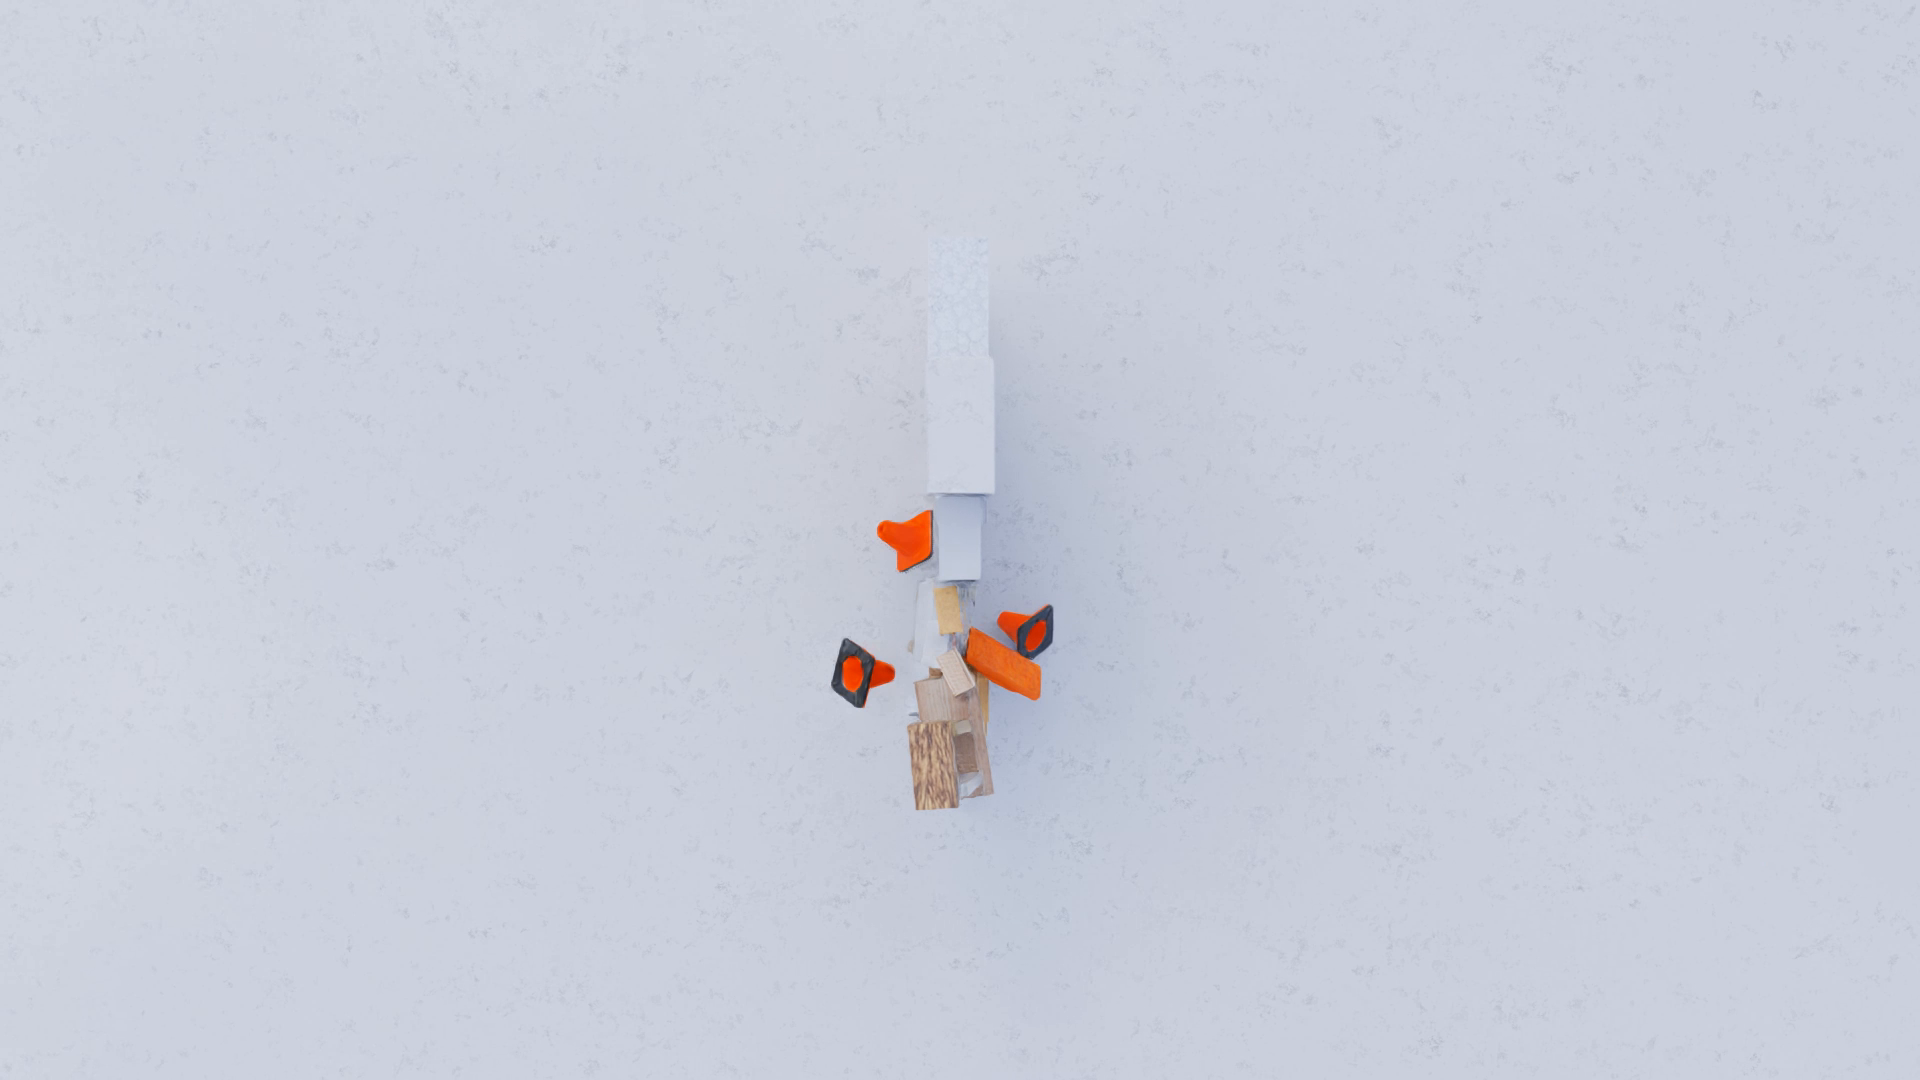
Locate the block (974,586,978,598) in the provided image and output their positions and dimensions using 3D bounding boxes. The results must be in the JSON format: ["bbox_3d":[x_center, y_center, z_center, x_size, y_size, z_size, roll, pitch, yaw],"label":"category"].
[{"bbox_3d":[-0.002,0.156,5.155,0.108,0.216,0.031,5,90,3],"label":"block"}]

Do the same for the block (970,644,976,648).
[{"bbox_3d":[-0.007,0.461,5.230,0.125,0.035,0.249,-2,90,0],"label":"block"}]

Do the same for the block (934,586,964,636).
[{"bbox_3d":[-0.031,0.191,4.466,0.063,0.018,0.126,-9,78,3],"label":"block"}]

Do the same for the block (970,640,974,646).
[{"bbox_3d":[-0.008,0.333,5.398,0.099,0.199,0.028,2,89,3],"label":"block"}]

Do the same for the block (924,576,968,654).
[{"bbox_3d":[-0.052,0.233,4.756,0.121,0.034,0.243,6,90,5],"label":"block"}]

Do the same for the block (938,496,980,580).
[{"bbox_3d":[0.000,-0.005,4.337,0.108,0.031,0.217,0,90,0],"label":"block"}]

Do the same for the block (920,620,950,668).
[{"bbox_3d":[-0.064,0.284,4.480,0.063,0.018,0.126,10,90,6],"label":"block"}]

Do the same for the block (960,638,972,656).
[{"bbox_3d":[-0.039,0.311,4.893,0.122,0.243,0.034,6,91,5],"label":"block"}]

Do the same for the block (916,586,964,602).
[{"bbox_3d":[-0.053,0.150,4.630,0.107,0.214,0.030,6,93,6],"label":"block"}]

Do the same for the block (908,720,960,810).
[{"bbox_3d":[-0.067,0.574,4.202,0.110,0.031,0.220,-5,93,10],"label":"block"}]

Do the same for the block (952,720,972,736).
[{"bbox_3d":[-0.043,0.499,4.321,0.110,0.220,0.031,-11,84,10],"label":"block"}]

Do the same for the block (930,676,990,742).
[{"bbox_3d":[-0.004,0.573,4.850,0.171,0.048,0.342,1,92,0],"label":"block"}]

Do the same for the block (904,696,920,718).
[{"bbox_3d":[-0.058,0.467,4.653,0.166,0.331,0.047,-3,82,4],"label":"block"}]

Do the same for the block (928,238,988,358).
[{"bbox_3d":[-0.005,-0.621,4.244,0.154,0.044,0.309,0,90,0],"label":"block"}]

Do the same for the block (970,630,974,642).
[{"bbox_3d":[-0.018,0.299,5.158,0.108,0.223,0.031,6,91,4],"label":"block"}]

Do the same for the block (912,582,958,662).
[{"bbox_3d":[-0.066,0.227,4.505,0.107,0.030,0.214,4,89,6],"label":"block"}]

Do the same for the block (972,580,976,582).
[{"bbox_3d":[-0.002,0.059,5.280,0.103,0.029,0.205,0,90,0],"label":"block"}]

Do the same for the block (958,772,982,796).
[{"bbox_3d":[-0.014,0.645,4.326,0.110,0.220,0.031,-9,89,10],"label":"block"}]

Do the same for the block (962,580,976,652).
[{"bbox_3d":[-0.016,0.229,5.031,0.108,0.031,0.216,5,90,4],"label":"block"}]

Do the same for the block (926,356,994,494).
[{"bbox_3d":[0.001,-0.291,4.200,0.172,0.049,0.344,0,90,0],"label":"block"}]

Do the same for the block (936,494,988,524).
[{"bbox_3d":[0.003,-0.190,4.588,0.143,0.041,0.286,0,91,0],"label":"block"}]

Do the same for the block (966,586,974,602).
[{"bbox_3d":[-0.027,0.153,4.894,0.121,0.243,0.034,5,91,5],"label":"block"}]

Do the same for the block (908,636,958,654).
[{"bbox_3d":[-0.077,0.294,4.630,0.107,0.214,0.030,10,96,7],"label":"block"}]

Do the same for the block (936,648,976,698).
[{"bbox_3d":[-0.011,0.356,4.424,0.063,0.018,0.126,-26,62,-5],"label":"block"}]

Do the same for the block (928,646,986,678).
[{"bbox_3d":[-0.010,0.410,5.041,0.171,0.342,0.048,-3,106,0],"label":"block"}]

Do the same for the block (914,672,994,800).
[{"bbox_3d":[-0.015,0.533,4.461,0.166,0.047,0.331,-9,92,4],"label":"block"}]
